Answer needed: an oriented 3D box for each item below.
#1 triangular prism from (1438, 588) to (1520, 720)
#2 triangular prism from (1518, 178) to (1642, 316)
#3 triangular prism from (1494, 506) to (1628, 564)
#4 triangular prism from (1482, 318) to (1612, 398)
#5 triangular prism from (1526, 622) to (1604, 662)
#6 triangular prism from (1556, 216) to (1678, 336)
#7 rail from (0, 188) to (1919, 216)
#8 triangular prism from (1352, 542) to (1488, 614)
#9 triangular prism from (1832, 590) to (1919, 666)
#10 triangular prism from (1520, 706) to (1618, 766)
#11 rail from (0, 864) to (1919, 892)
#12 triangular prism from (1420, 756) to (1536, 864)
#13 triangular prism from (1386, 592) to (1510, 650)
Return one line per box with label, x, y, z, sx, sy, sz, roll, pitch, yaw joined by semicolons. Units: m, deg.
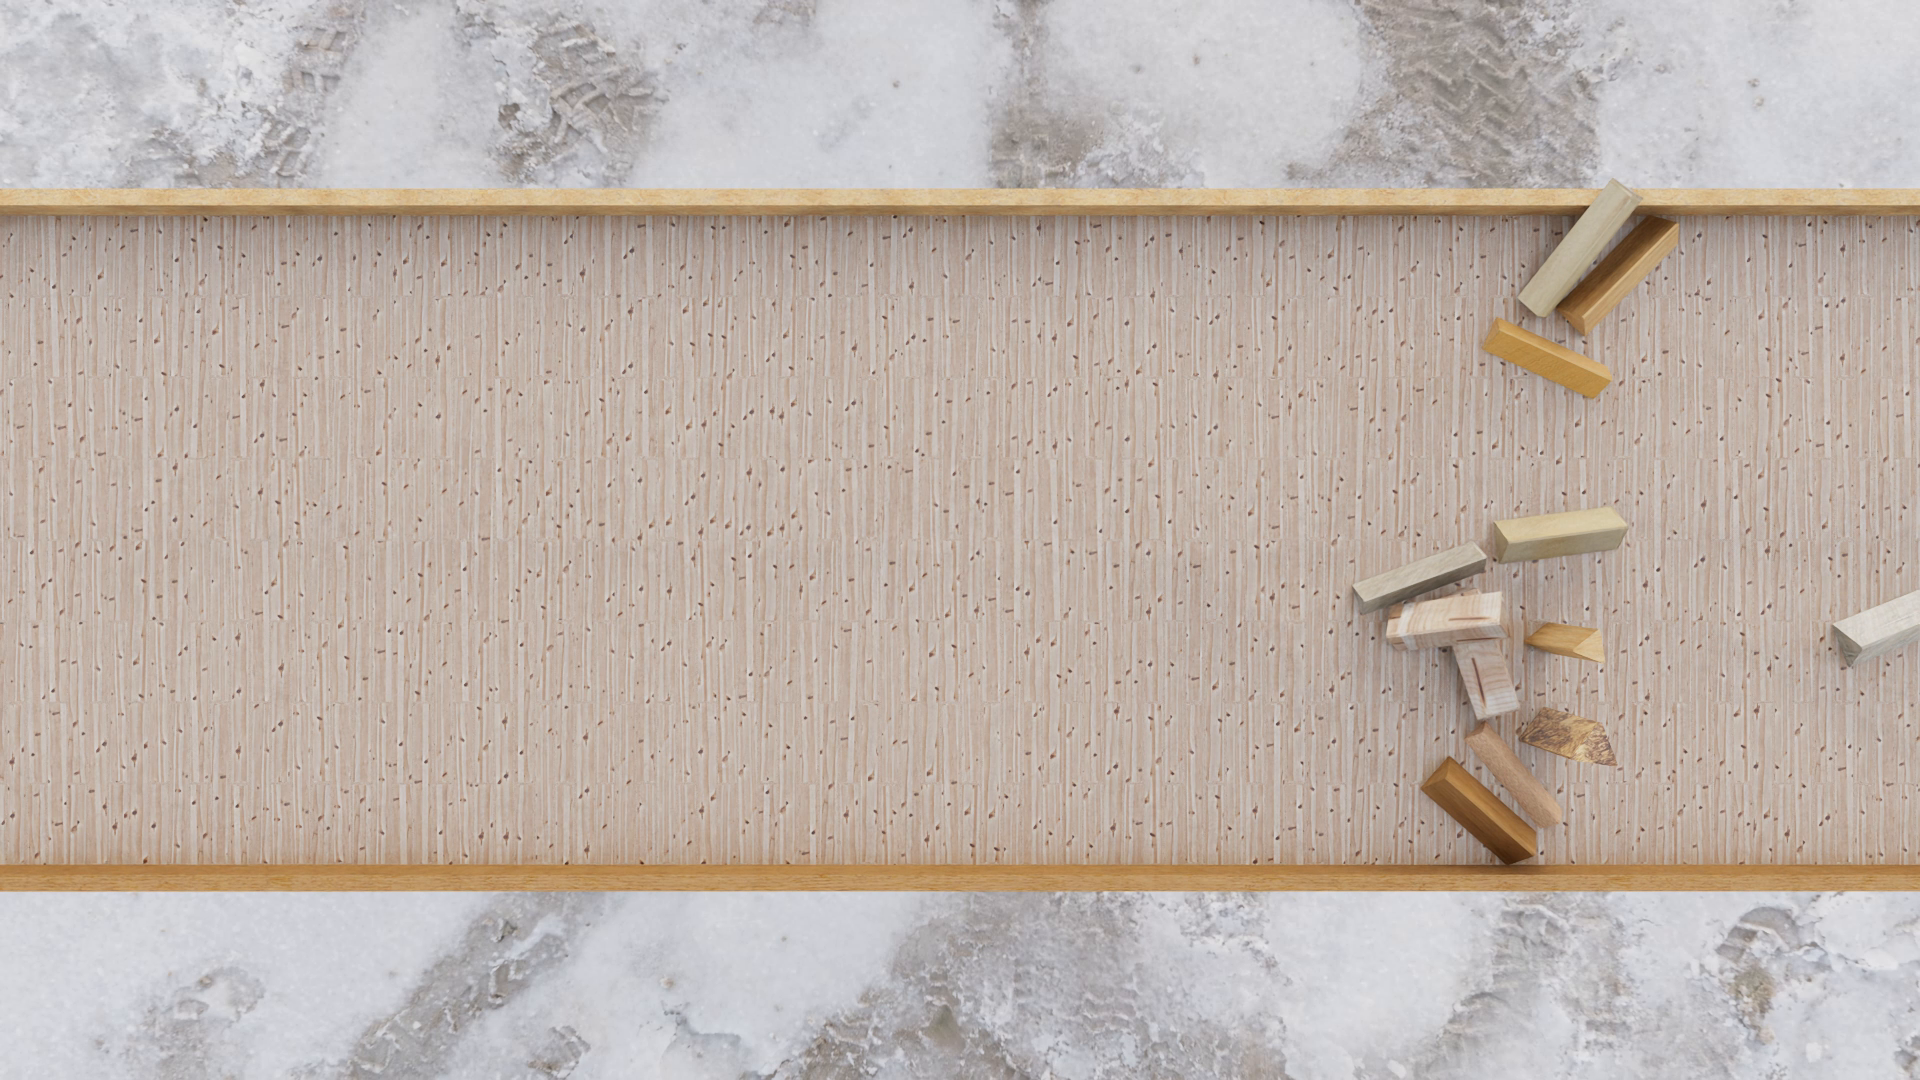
triangular prism;1.589;0.337;4.992;0.132;0.114;0.387;-19;90;-32
triangular prism;1.861;-0.861;4.935;0.112;0.097;0.436;32;115;-5
triangular prism;1.831;-0.015;5.017;0.365;0.113;0.130;-7;90;0
triangular prism;1.799;-0.560;5.027;0.375;0.093;0.107;24;90;0
triangular prism;1.797;0.292;4.875;0.097;0.404;0.084;21;90;0
triangular prism;2.019;-0.812;5.019;0.403;0.108;0.125;-45;90;0
rail;-2.247;-1.025;5.002;12.000;0.150;0.050;0;90;0
triangular prism;1.408;0.118;5.032;0.397;0.085;0.098;-20;90;0
triangular prism;2.853;0.267;5.012;0.313;0.123;0.142;-22;90;0
triangular prism;1.792;0.569;4.857;0.132;0.439;0.114;9;90;0
rail;-2.247;1.025;5.001;12.000;0.150;0.050;0;90;0
triangular prism;1.594;0.831;5.015;0.355;0.116;0.134;41;90;0
triangular prism;1.455;0.257;4.936;0.334;0.123;0.142;-10;95;28
